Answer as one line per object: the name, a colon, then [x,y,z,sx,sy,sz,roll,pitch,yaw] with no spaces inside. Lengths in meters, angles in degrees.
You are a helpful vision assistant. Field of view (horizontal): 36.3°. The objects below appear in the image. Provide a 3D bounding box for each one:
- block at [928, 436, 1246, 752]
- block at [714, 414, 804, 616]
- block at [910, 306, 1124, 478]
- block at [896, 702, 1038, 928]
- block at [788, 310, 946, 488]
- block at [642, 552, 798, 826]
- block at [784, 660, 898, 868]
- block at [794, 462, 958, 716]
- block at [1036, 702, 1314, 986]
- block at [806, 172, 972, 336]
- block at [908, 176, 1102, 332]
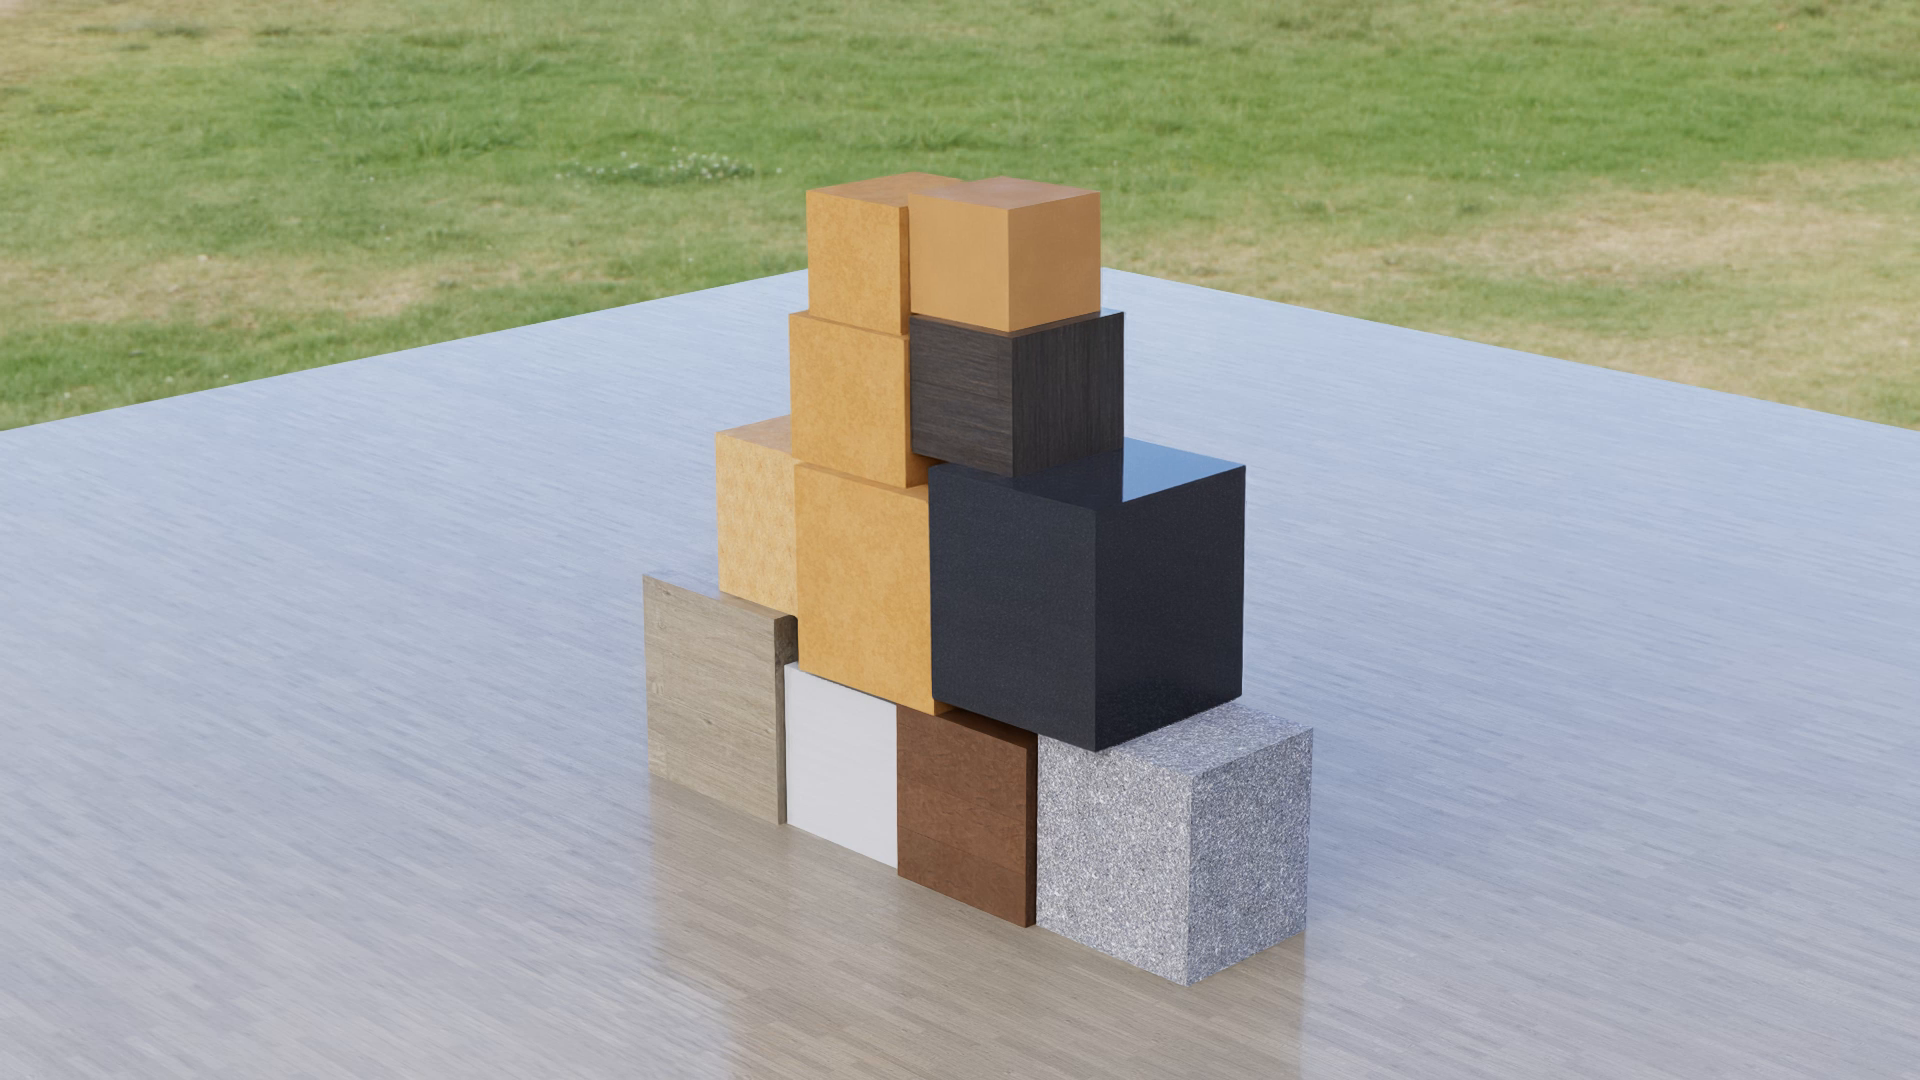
block: [0.554,0.188,12.814,0.960,1.059,0.980,-17,23,-42]
block: [-0.662,-0.140,14.011,0.731,0.786,0.678,-17,24,-42]
block: [0.252,-0.692,12.856,0.706,0.610,0.621,-17,23,-42]
block: [0.320,1.123,13.357,0.905,0.848,0.811,-17,24,-42]
block: [-0.246,-0.702,13.355,0.742,0.674,0.752,-17,23,-42]
block: [-0.885,0.667,14.489,0.925,1.040,0.968,-17,24,-42]
block: [-0.248,0.968,13.923,0.832,0.803,0.803,-17,24,-42]
block: [-0.121,0.125,13.486,0.891,0.985,0.895,-17,23,-42]
block: [0.928,1.253,12.772,0.800,0.951,0.873,-17,24,-42]
block: [-0.235,-1.297,13.178,0.672,0.567,0.596,-17,23,-42]
block: [0.197,-1.252,12.752,0.577,0.524,0.599,-17,23,-42]
